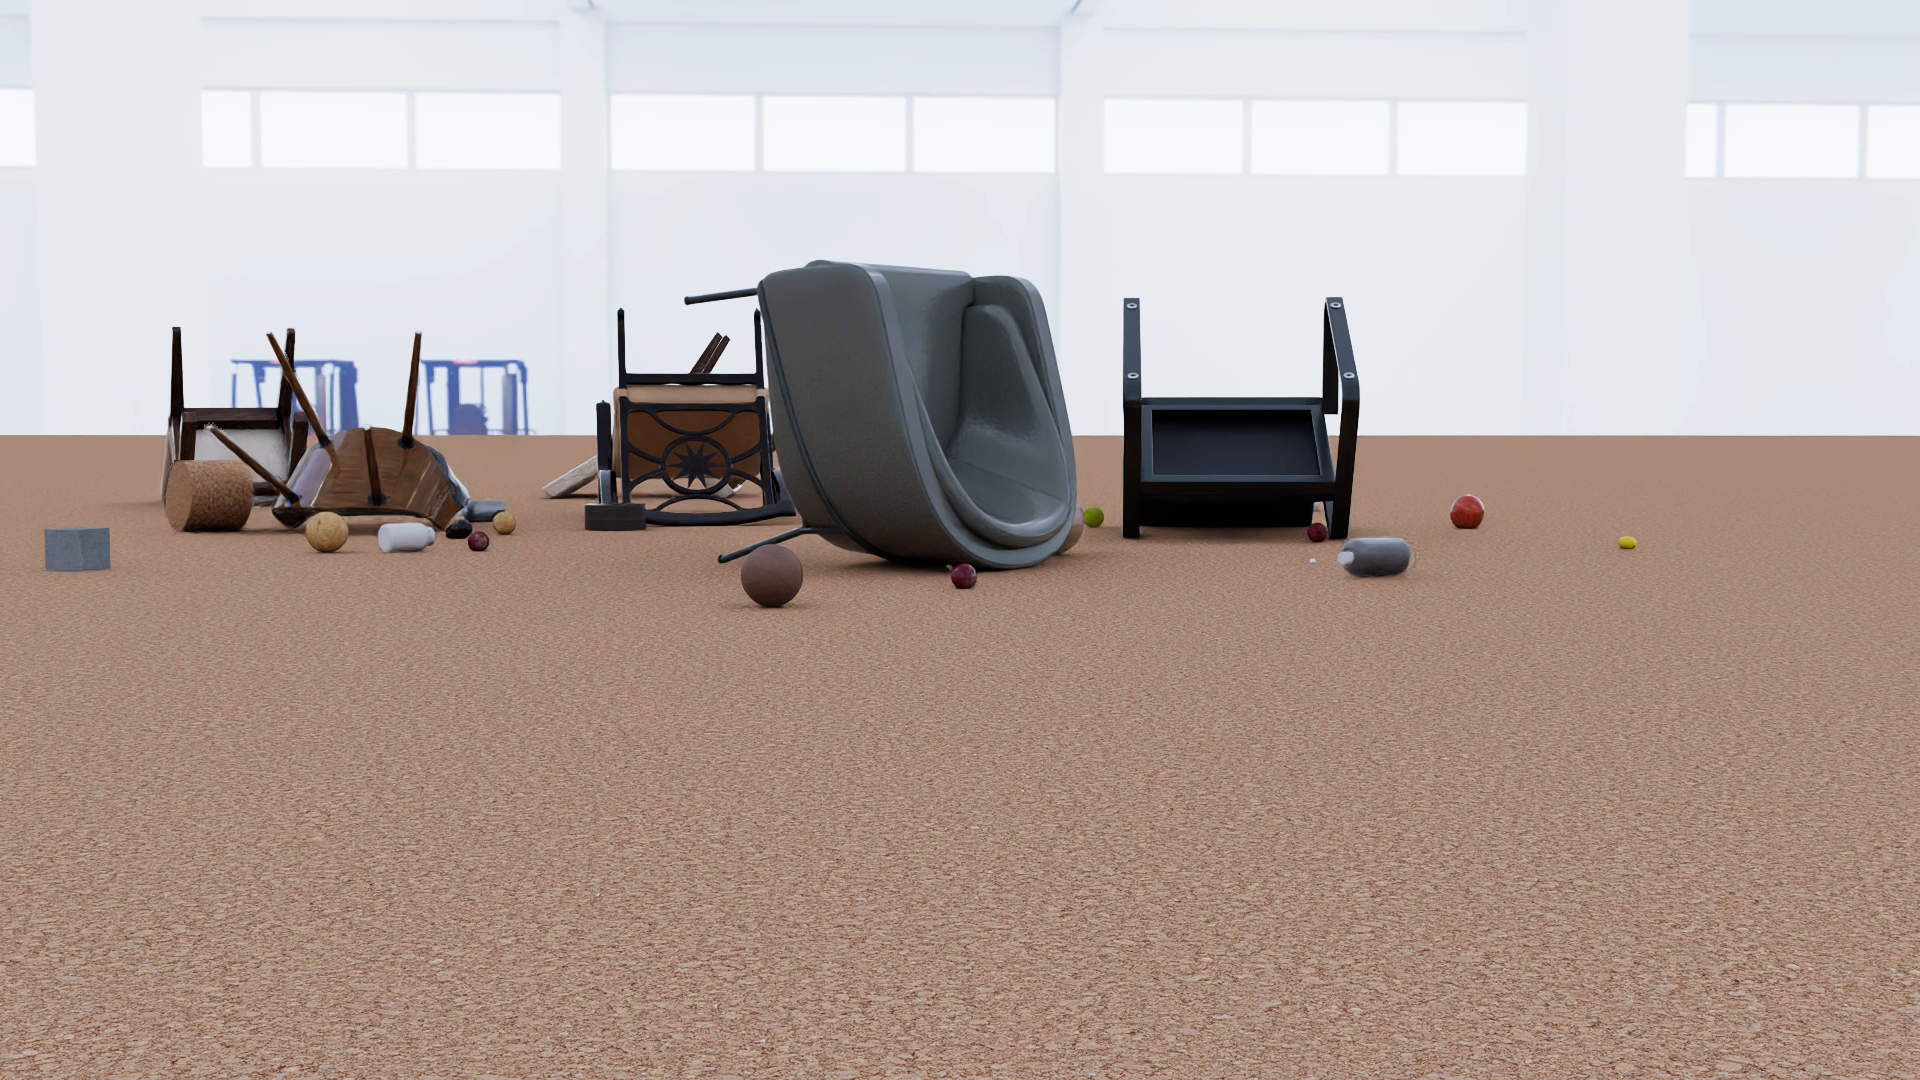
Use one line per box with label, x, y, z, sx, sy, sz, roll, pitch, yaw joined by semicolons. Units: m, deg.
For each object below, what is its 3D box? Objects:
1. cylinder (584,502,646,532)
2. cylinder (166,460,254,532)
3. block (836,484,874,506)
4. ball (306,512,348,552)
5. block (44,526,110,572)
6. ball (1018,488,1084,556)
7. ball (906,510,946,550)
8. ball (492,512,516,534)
cylinder;-1.103;-0.074;7.036;0.194;0.081;0.161;0;4;2
cylinder;-2.372;-0.139;6.952;0.194;0.199;0.252;-3;-35;-39
block;-0.410;-0.176;8.546;0.106;0.076;0.104;-3;5;-33
ball;-1.738;-0.022;6.039;0.113;0.113;0.113;0;4;0
block;-2.197;0.023;5.475;0.089;0.102;0.121;2;5;30
ball;0.246;-0.050;5.950;0.182;0.182;0.182;0;4;0
ball;-0.095;-0.027;6.104;0.115;0.115;0.115;0;4;0
ball;-1.405;-0.052;6.779;0.072;0.072;0.072;0;4;0
